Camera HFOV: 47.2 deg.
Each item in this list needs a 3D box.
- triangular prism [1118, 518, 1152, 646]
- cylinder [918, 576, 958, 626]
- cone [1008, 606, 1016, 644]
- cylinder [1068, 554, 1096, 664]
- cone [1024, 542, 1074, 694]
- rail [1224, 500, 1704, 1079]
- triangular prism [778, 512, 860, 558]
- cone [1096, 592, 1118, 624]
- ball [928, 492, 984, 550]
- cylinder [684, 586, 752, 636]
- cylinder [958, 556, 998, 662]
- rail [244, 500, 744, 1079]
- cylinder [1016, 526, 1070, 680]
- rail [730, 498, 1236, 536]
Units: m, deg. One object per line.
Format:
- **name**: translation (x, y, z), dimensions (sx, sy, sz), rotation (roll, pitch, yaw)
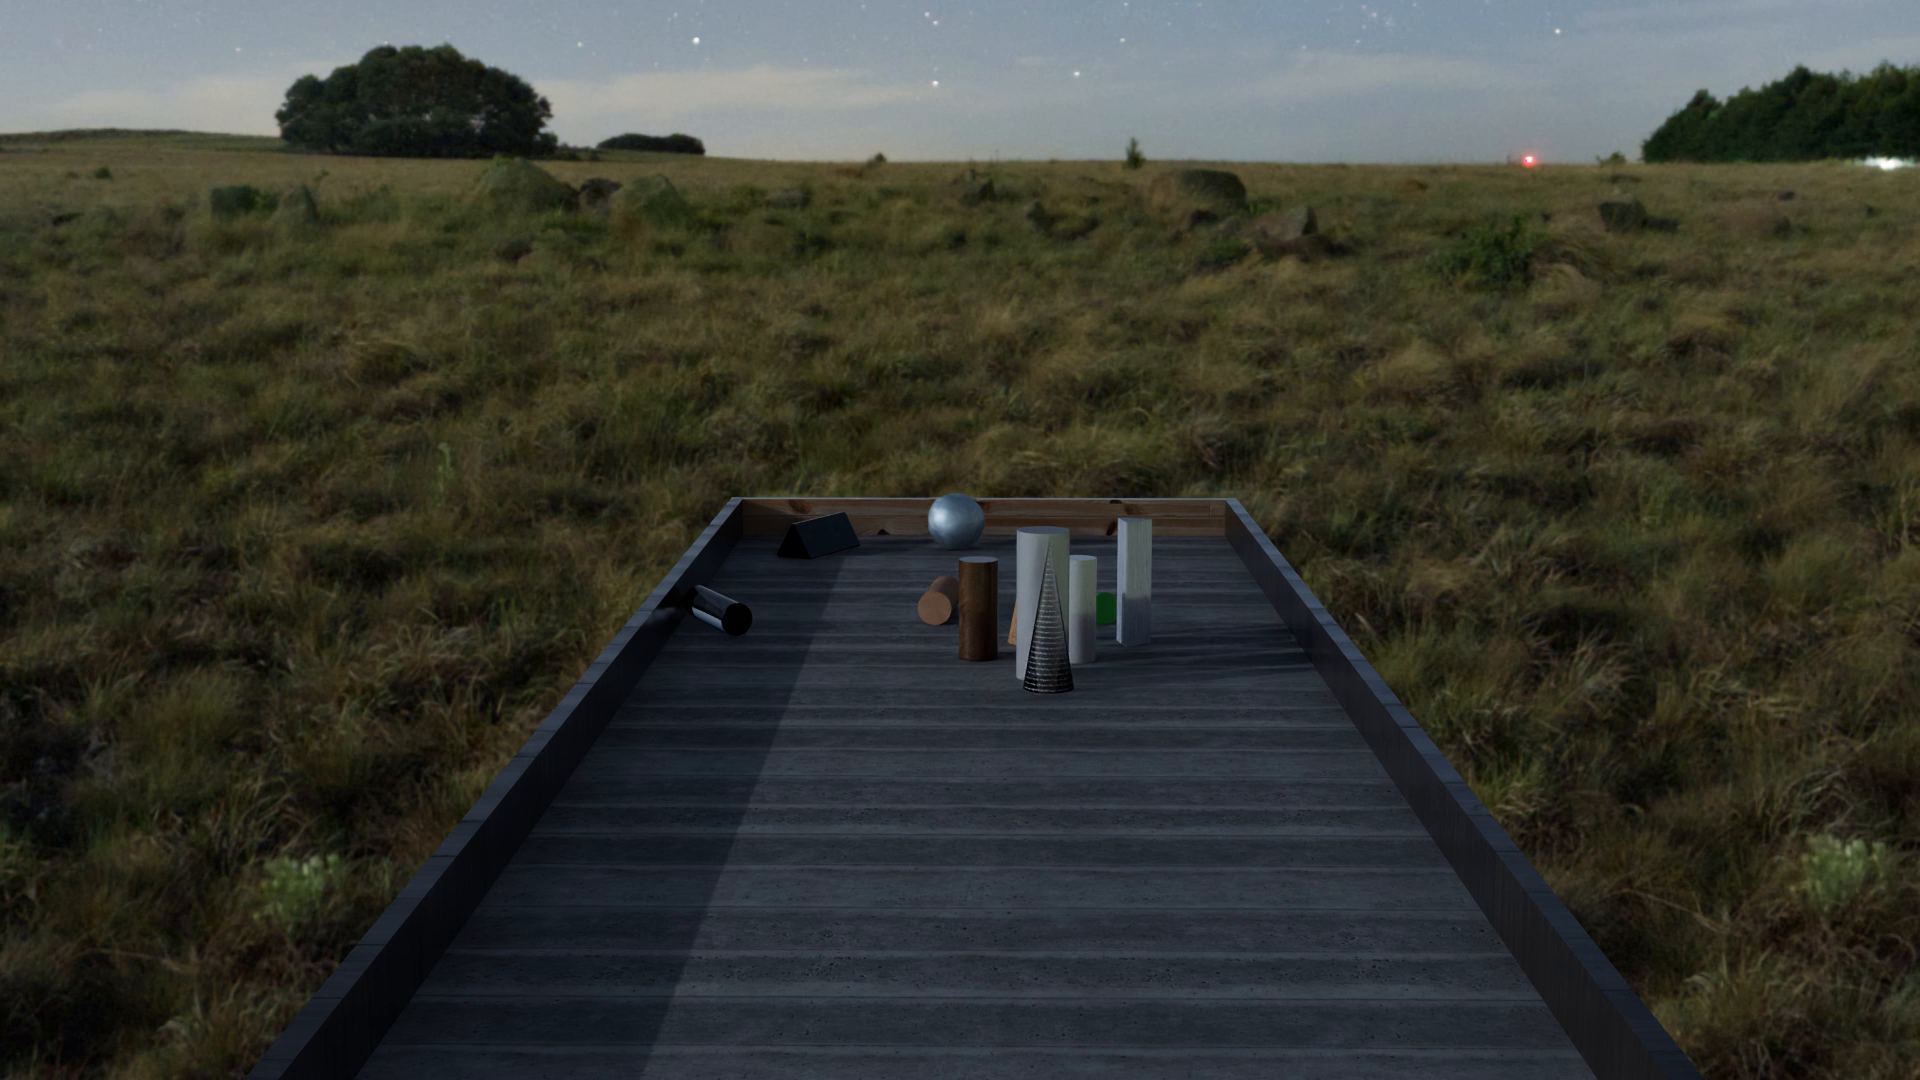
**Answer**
- **triangular prism**: translation (0.531, 0.129, 6.938), dimensions (0.109, 0.393, 0.094), rotation (-7, 12, -39)
- **cylinder**: translation (-0.066, 0.201, 7.384), dimensions (0.112, 0.112, 0.308), rotation (1, 9, 7)
- **cone**: translation (0.214, 0.159, 6.948), dimensions (0.126, 0.331, 0.126), rotation (0, 9, 0)
- **cylinder**: translation (0.360, 0.209, 6.680), dimensions (0.107, 0.316, 0.107), rotation (0, 9, 0)
- **cone**: translation (0.255, 0.210, 6.293), dimensions (0.147, 0.436, 0.147), rotation (0, 9, 0)
- **rail**: translation (1.046, 0.843, 3.208), dimensions (0.050, 0.150, 12.000), rotation (0, 9, 1)
- **triangular prism**: translation (-0.559, -0.025, 8.723), dimensions (0.152, 0.131, 0.379), rotation (5, 10, 28)
- **cone**: translation (0.399, 0.222, 7.437), dimensions (0.106, 0.106, 0.418), rotation (-4, 2, -22)
- **ball**: translation (-0.017, -0.074, 8.751), dimensions (0.228, 0.228, 0.228), rotation (0, 9, 0)
- **cylinder**: translation (-0.797, 0.230, 7.218), dimensions (0.107, 0.107, 0.360), rotation (-4, 10, -26)
- **cylinder**: translation (0.056, 0.210, 6.711), dimensions (0.119, 0.305, 0.119), rotation (0, 9, 0)
- **rail**: translation (-1.004, 0.839, 3.234), dimensions (0.050, 0.150, 12.000), rotation (0, 9, 1)
- **cylinder**: translation (0.243, 0.186, 6.441), dimensions (0.154, 0.437, 0.154), rotation (0, 9, 0)
- **rail**: translation (0.099, -0.098, 9.147), dimensions (2.100, 0.150, 0.050), rotation (0, 9, 1)
